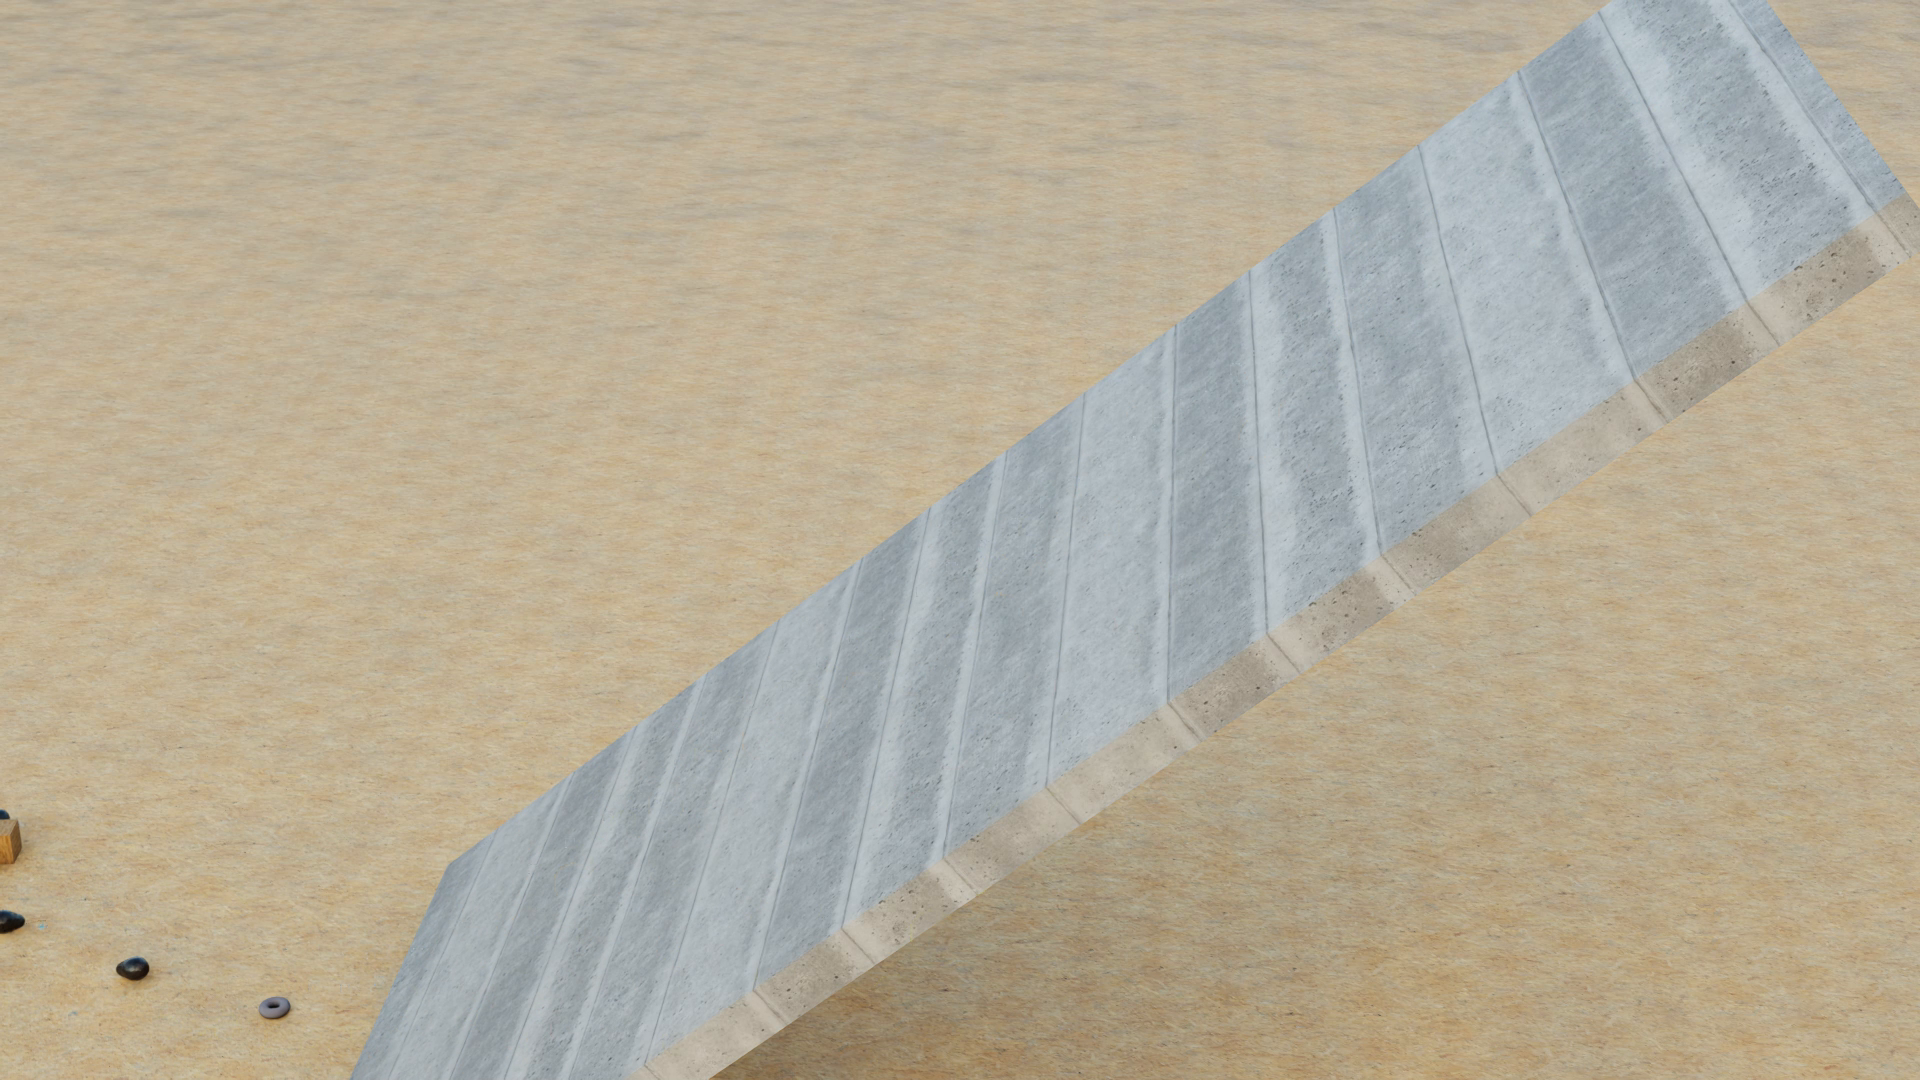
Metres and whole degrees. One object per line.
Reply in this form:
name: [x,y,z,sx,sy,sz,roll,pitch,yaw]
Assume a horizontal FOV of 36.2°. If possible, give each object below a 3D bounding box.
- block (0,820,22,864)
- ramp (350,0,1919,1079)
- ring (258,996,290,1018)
block: [-2.627,0.826,8.045,0.090,0.090,0.090,-1,24,-2]
ramp: [0.118,0.187,6.345,4.000,0.100,2.000,-36,16,18]
ring: [-1.713,1.169,7.353,0.078,0.026,0.078,-1,25,0]
